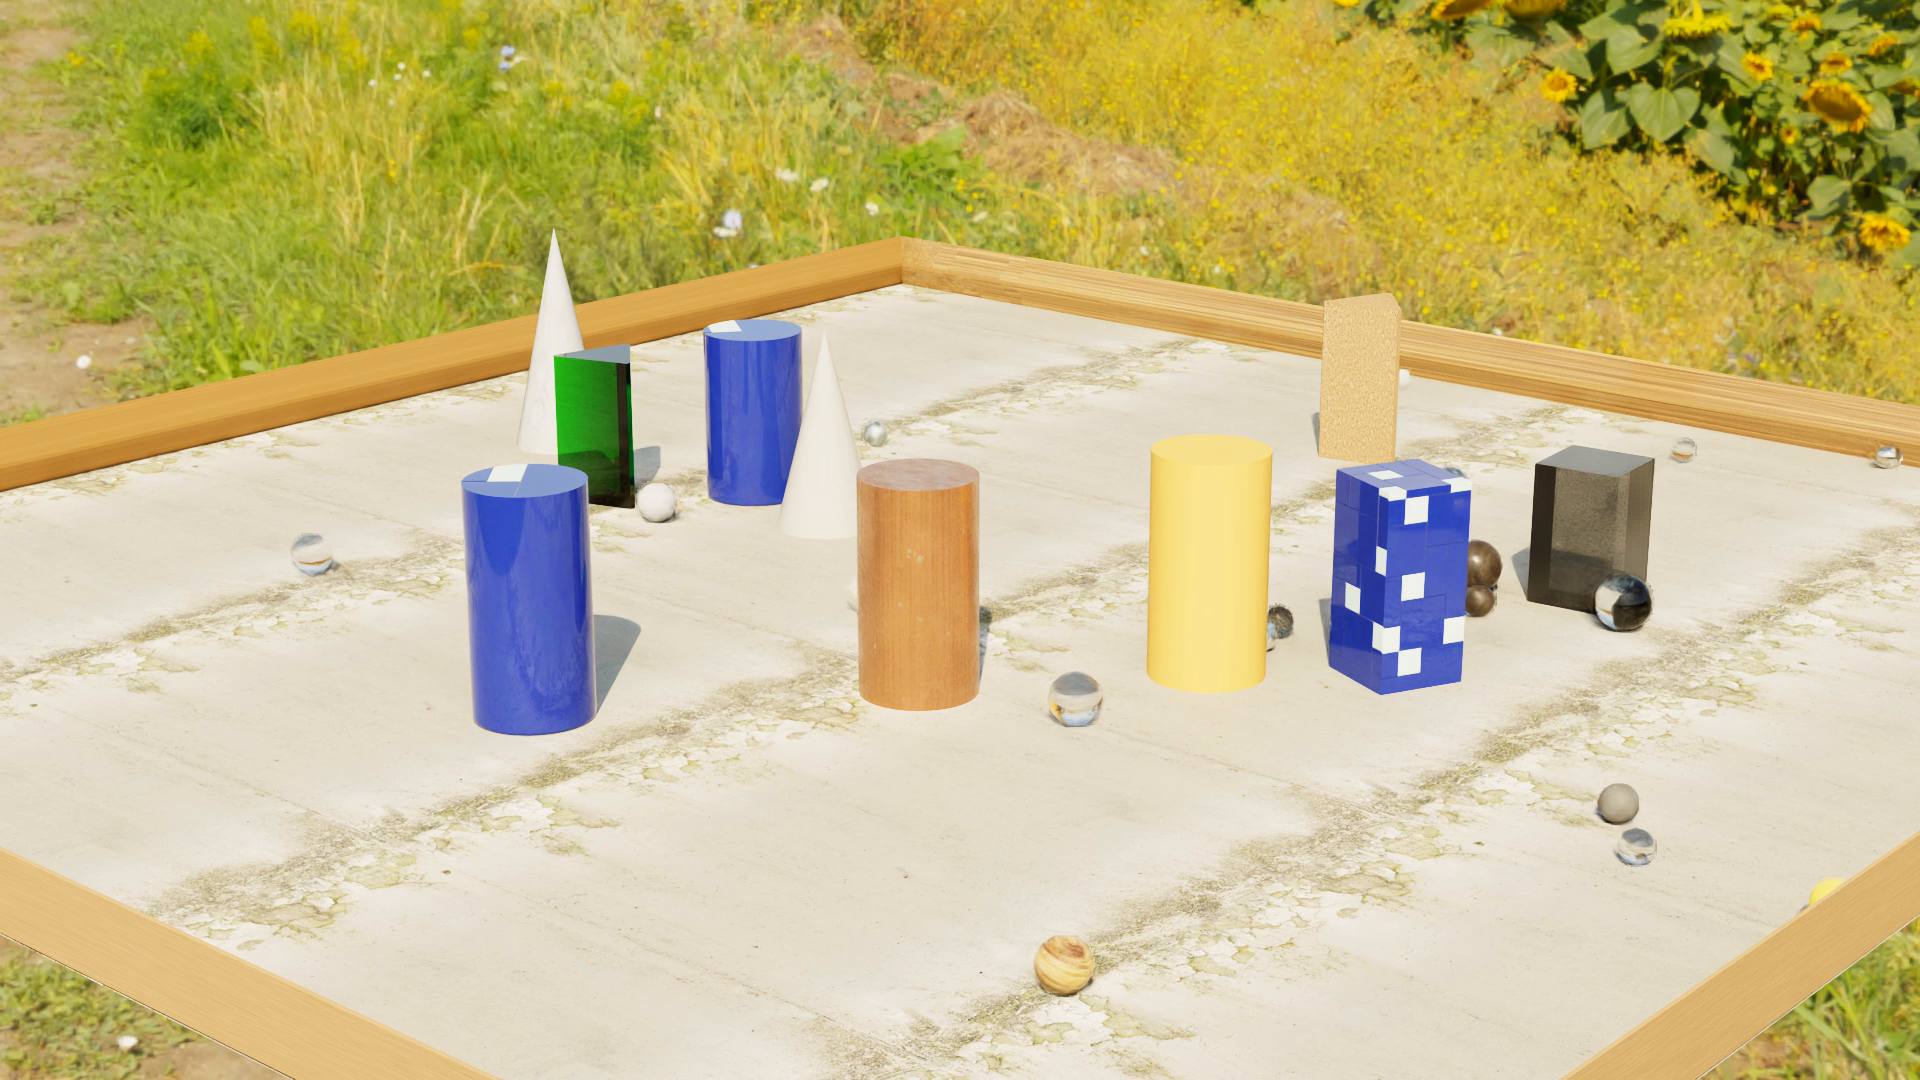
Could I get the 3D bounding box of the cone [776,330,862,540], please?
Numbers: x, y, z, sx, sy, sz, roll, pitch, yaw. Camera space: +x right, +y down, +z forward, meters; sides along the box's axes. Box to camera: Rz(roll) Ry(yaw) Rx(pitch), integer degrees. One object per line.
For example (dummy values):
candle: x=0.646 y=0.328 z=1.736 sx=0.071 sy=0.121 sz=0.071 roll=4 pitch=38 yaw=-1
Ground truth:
cone: x=-0.251 y=-0.210 z=5.482 sx=0.191 sy=0.379 sz=0.191 roll=0 pitch=17 yaw=0

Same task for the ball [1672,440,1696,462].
ball: x=1.471 y=-0.181 z=5.962 sx=0.045 sy=0.045 sz=0.045 roll=0 pitch=17 yaw=0

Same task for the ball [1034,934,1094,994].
ball: x=0.127 y=0.520 z=3.593 sx=0.073 sy=0.073 sz=0.073 roll=0 pitch=17 yaw=0

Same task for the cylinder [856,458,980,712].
cylinder: x=-0.065 y=0.068 z=4.600 sx=0.191 sy=0.356 sz=0.191 roll=0 pitch=17 yaw=0

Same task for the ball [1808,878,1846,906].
ball: x=1.127 y=0.469 z=3.775 sx=0.066 sy=0.066 sz=0.066 roll=0 pitch=17 yaw=0

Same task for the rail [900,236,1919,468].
rail: x=1.225 y=-0.377 z=6.471 sx=3.693 sy=0.124 sz=0.045 roll=14 pitch=22 yaw=39

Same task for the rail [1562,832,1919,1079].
rail: x=1.376 y=0.377 z=3.976 sx=0.045 sy=0.124 sz=3.784 roll=14 pitch=22 yaw=39

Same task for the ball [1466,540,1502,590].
ball: x=0.902 y=0.045 z=5.131 sx=0.093 sy=0.093 sz=0.093 roll=0 pitch=17 yaw=0

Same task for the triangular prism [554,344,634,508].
triangular prism: x=-0.676 y=-0.226 z=5.693 sx=0.166 sy=0.287 sz=0.143 roll=7 pitch=18 yaw=22

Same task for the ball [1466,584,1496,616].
ball: x=0.886 y=0.103 z=5.004 sx=0.055 sy=0.055 sz=0.055 roll=0 pitch=17 yaw=0

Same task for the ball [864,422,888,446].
ball: x=-0.175 y=-0.219 z=6.080 sx=0.051 sy=0.051 sz=0.051 roll=0 pitch=17 yaw=0

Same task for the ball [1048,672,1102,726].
ball: x=0.177 y=0.243 z=4.492 sx=0.084 sy=0.084 sz=0.084 roll=0 pitch=17 yaw=0

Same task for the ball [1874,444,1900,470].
ball: x=1.870 y=-0.168 z=5.910 sx=0.050 sy=0.050 sz=0.050 roll=0 pitch=17 yaw=0

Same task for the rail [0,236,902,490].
rail: x=-1.376 y=-0.314 z=6.265 sx=0.045 sy=0.124 sz=3.784 roll=14 pitch=22 yaw=39

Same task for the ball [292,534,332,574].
ball: x=-1.156 y=0.026 z=5.230 sx=0.072 sy=0.072 sz=0.072 roll=0 pitch=17 yaw=0

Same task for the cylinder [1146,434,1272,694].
cylinder: x=0.397 y=0.036 z=4.677 sx=0.191 sy=0.373 sz=0.191 roll=0 pitch=17 yaw=0

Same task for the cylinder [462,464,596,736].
cylinder: x=-0.658 y=0.090 z=4.489 sx=0.191 sy=0.378 sz=0.191 roll=0 pitch=17 yaw=0

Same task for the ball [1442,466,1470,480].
ball: x=0.937 y=-0.098 z=5.618 sx=0.086 sy=0.086 sz=0.086 roll=0 pitch=17 yaw=0

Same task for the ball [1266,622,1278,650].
ball: x=0.498 y=0.158 z=4.832 sx=0.050 sy=0.050 sz=0.050 roll=0 pitch=17 yaw=0

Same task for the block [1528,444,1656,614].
block: x=1.091 y=-0.017 z=5.071 sx=0.153 sy=0.248 sz=0.153 roll=12 pitch=20 yaw=34

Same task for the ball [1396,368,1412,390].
ball: x=0.984 y=-0.359 z=6.549 sx=0.048 sy=0.048 sz=0.048 roll=0 pitch=17 yaw=0

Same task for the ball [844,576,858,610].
ball: x=-0.168 y=0.091 z=5.034 sx=0.062 sy=0.062 sz=0.062 roll=0 pitch=17 yaw=0

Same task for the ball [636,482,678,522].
ball: x=-0.573 y=-0.071 z=5.546 sx=0.076 sy=0.076 sz=0.076 roll=0 pitch=17 yaw=0

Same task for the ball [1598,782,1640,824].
ball: x=0.926 y=0.370 z=4.118 sx=0.058 sy=0.058 sz=0.058 roll=0 pitch=17 yaw=0

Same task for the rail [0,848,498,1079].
rail: x=-1.225 y=0.439 z=3.770 sx=3.693 sy=0.124 sz=0.045 roll=14 pitch=22 yaw=39

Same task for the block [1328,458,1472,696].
block: x=0.701 y=0.057 z=4.678 sx=0.153 sy=0.332 sz=0.153 roll=-8 pitch=18 yaw=-24

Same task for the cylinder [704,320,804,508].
cylinder: x=-0.399 y=-0.248 z=5.696 sx=0.191 sy=0.328 sz=0.191 roll=0 pitch=17 yaw=0

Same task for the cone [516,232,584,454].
cone: x=-0.829 y=-0.420 z=6.048 sx=0.191 sy=0.454 sz=0.191 roll=0 pitch=17 yaw=0

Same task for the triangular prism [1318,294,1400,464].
triangular prism: x=0.841 y=-0.332 z=5.982 sx=0.166 sy=0.324 sz=0.143 roll=10 pitch=19 yaw=29

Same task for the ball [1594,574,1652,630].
ball: x=1.115 y=0.105 z=4.929 sx=0.096 sy=0.096 sz=0.096 roll=0 pitch=17 yaw=0

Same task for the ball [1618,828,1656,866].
ball: x=0.918 y=0.416 z=3.978 sx=0.050 sy=0.050 sz=0.050 roll=0 pitch=17 yaw=0

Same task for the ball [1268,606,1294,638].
ball: x=0.533 y=0.137 z=4.899 sx=0.052 sy=0.052 sz=0.052 roll=0 pitch=17 yaw=0
